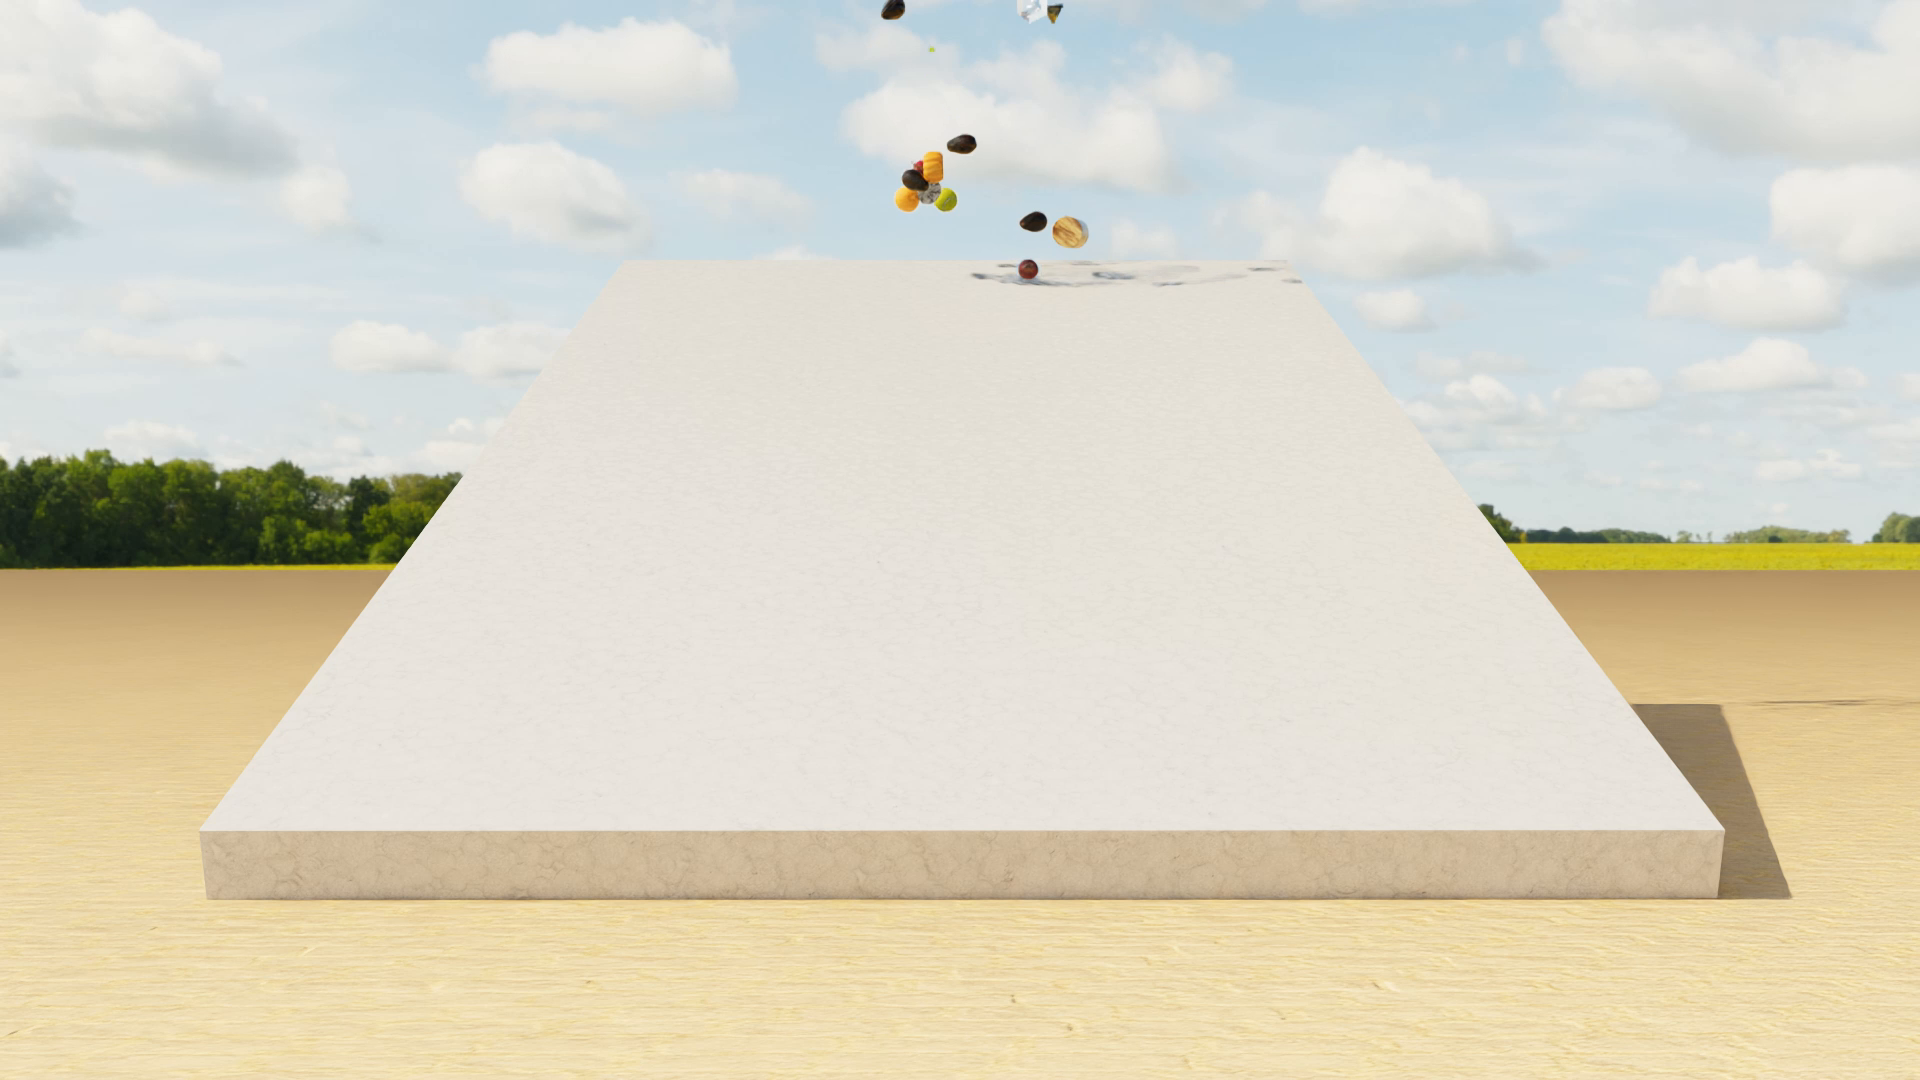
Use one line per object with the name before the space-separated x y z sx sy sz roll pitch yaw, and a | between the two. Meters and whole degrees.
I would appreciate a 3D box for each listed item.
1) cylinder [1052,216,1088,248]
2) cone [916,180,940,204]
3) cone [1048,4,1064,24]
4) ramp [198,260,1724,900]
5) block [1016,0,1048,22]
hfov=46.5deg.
cylinder | 0.321 -0.891 6.477 0.088 0.088 0.088 0 5 16
cone | -0.106 -1.018 6.452 0.077 0.077 0.077 0 29 -30
cone | 0.261 -1.567 6.606 0.066 0.066 0.066 24 -3 -5
ramp | -0.003 -0.184 4.847 2.000 0.100 4.000 0 18 0
block | 0.212 -1.574 6.574 0.064 0.064 0.064 -17 -24 34
